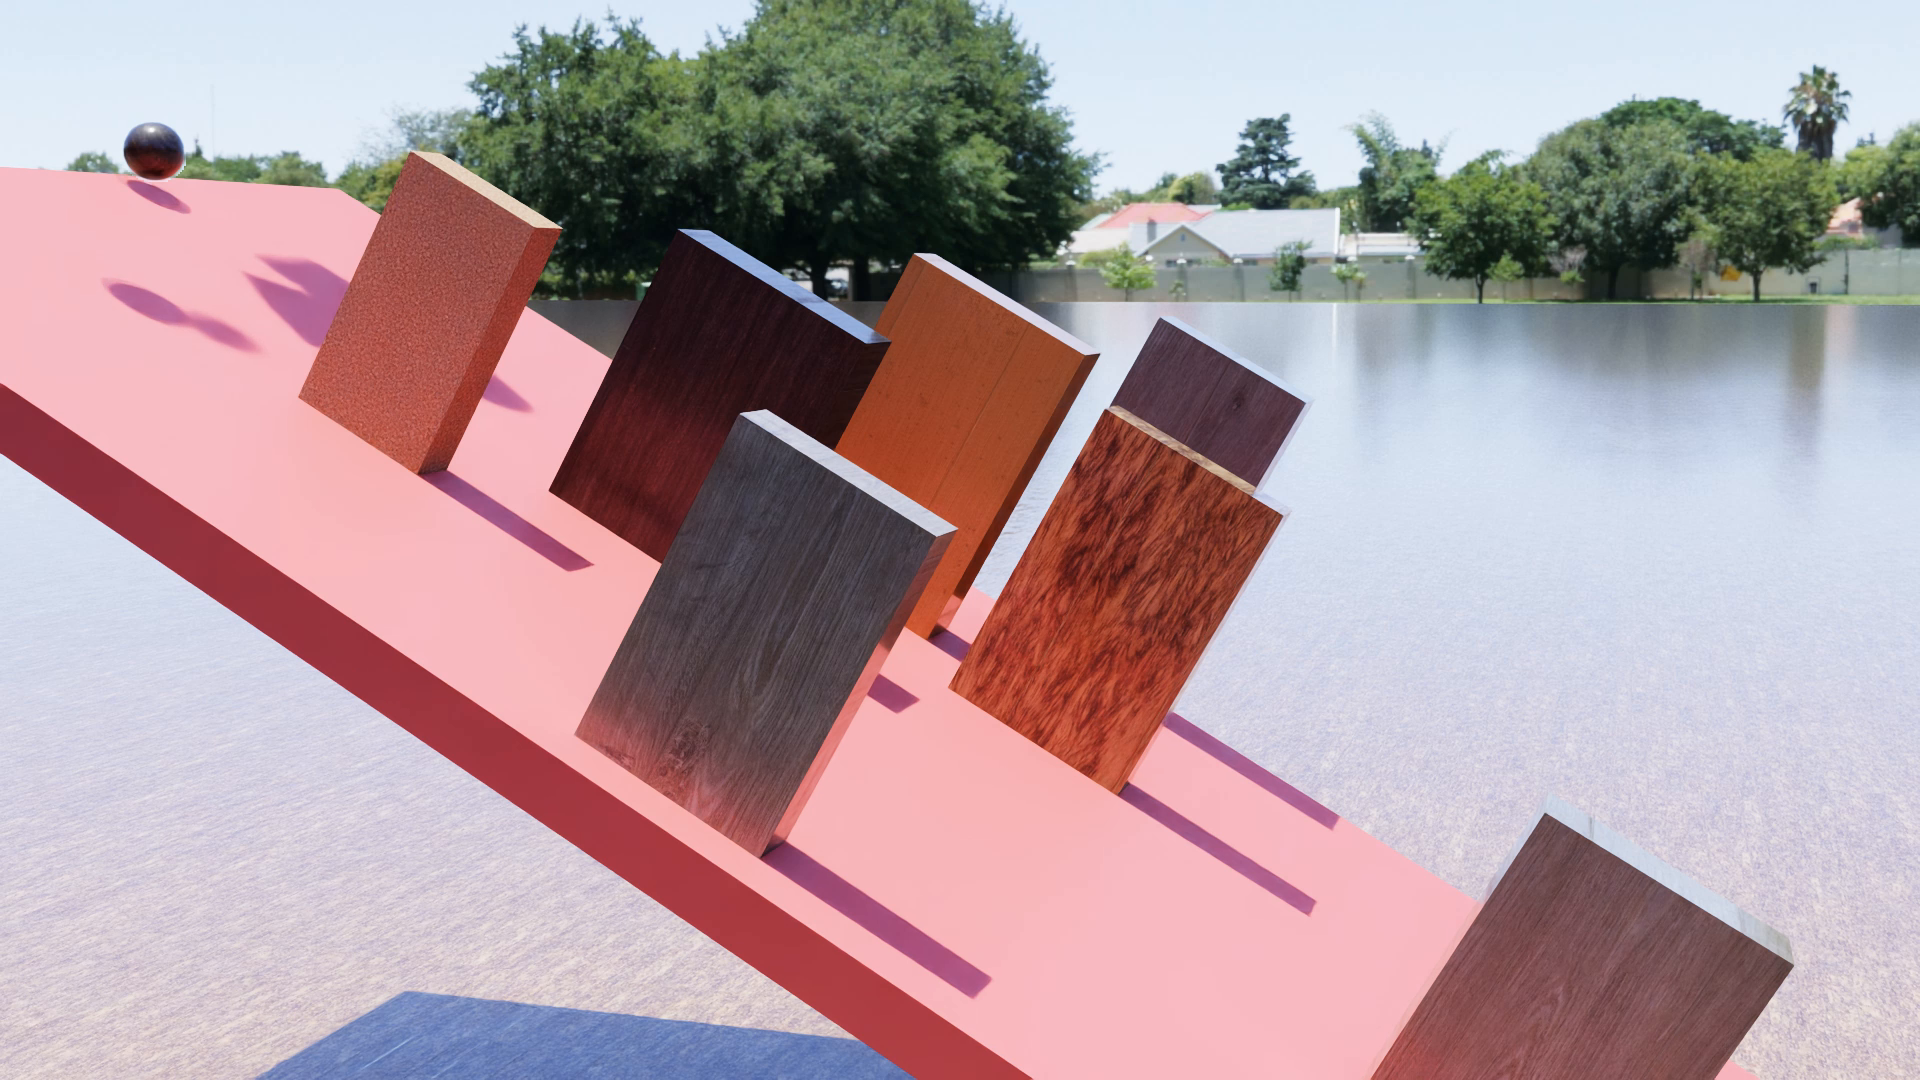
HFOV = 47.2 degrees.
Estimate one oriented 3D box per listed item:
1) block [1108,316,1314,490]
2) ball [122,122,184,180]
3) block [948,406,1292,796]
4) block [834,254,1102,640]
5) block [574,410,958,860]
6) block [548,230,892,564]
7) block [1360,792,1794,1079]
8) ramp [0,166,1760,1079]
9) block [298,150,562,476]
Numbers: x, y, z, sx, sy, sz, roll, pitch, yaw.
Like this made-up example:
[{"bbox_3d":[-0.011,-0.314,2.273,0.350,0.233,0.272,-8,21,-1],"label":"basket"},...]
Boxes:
[{"bbox_3d":[0.422,-0.066,4.866,0.366,0.773,0.138,32,15,11],"label":"block"},{"bbox_3d":[-1.709,-0.824,4.662,0.123,0.123,0.123,0,7,0],"label":"ball"},{"bbox_3d":[0.307,0.117,4.286,0.397,0.641,0.111,32,15,11],"label":"block"},{"bbox_3d":[-0.061,-0.195,4.577,0.413,0.681,0.141,32,15,11],"label":"block"},{"bbox_3d":[-0.291,0.138,3.244,0.342,0.559,0.102,32,15,11],"label":"block"},{"bbox_3d":[-0.459,-0.234,4.179,0.425,0.570,0.145,32,15,11],"label":"block"},{"bbox_3d":[0.926,0.754,3.380,0.411,0.589,0.141,32,15,11],"label":"block"},{"bbox_3d":[-0.195,0.321,4.133,4.000,0.100,2.000,32,15,11],"label":"ramp"},{"bbox_3d":[-0.957,-0.408,3.962,0.276,0.504,0.105,32,15,11],"label":"block"}]
